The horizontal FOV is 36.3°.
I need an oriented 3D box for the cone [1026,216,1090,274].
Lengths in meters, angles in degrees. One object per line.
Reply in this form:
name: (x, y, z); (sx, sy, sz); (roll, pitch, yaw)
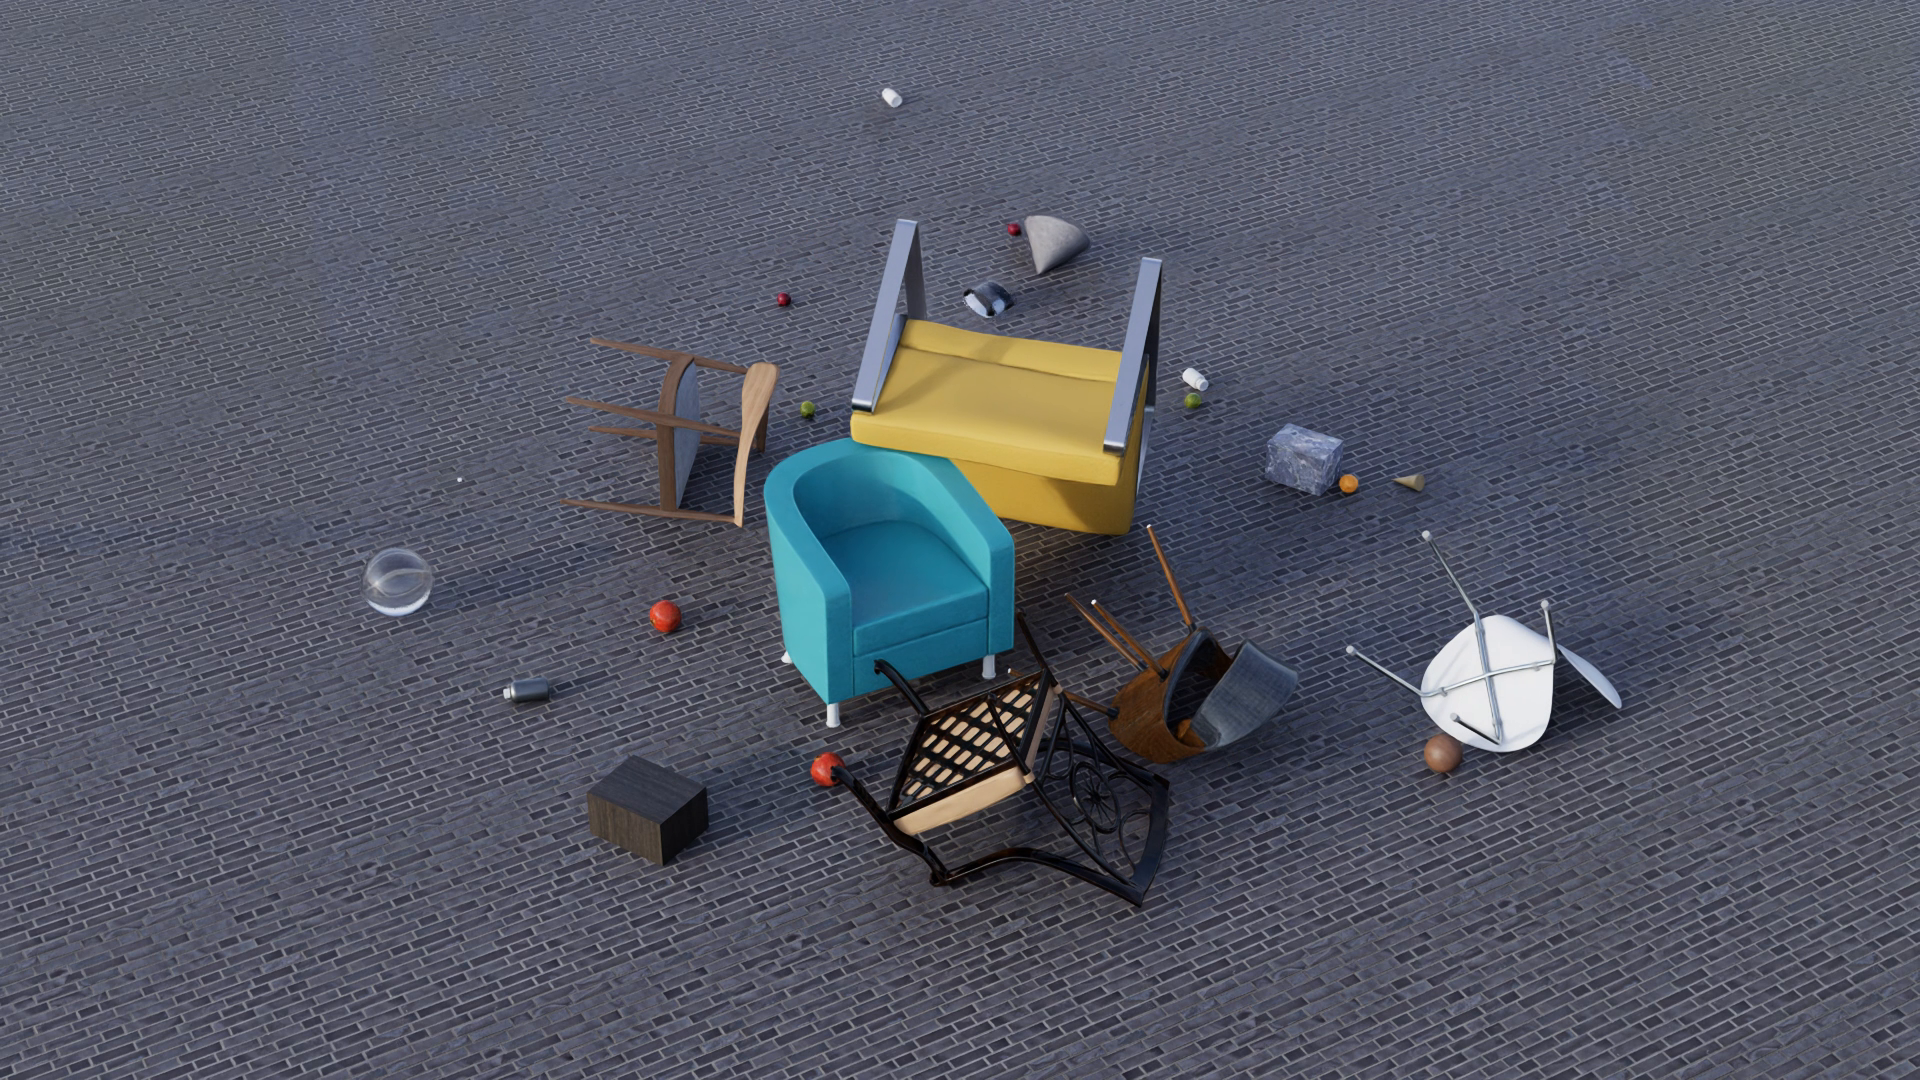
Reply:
cone: (0.380, -1.240, 12.720); (0.314, 0.273, 0.219); (12, 67, 33)

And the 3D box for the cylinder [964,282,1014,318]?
cylinder: (0.122, -1.016, 12.391); (0.187, 0.103, 0.108); (34, 45, 30)

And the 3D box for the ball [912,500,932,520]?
ball: (-0.143, -0.111, 11.041); (0.080, 0.080, 0.080); (0, 33, 0)

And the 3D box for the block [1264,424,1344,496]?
block: (1.322, -0.310, 11.268); (0.239, 0.161, 0.173); (20, 38, 27)

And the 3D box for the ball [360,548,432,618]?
ball: (-2.016, 0.151, 10.488); (0.250, 0.250, 0.250); (0, 33, 0)

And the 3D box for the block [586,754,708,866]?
block: (-1.007, 0.871, 9.468); (0.301, 0.169, 0.238); (20, 38, 28)
